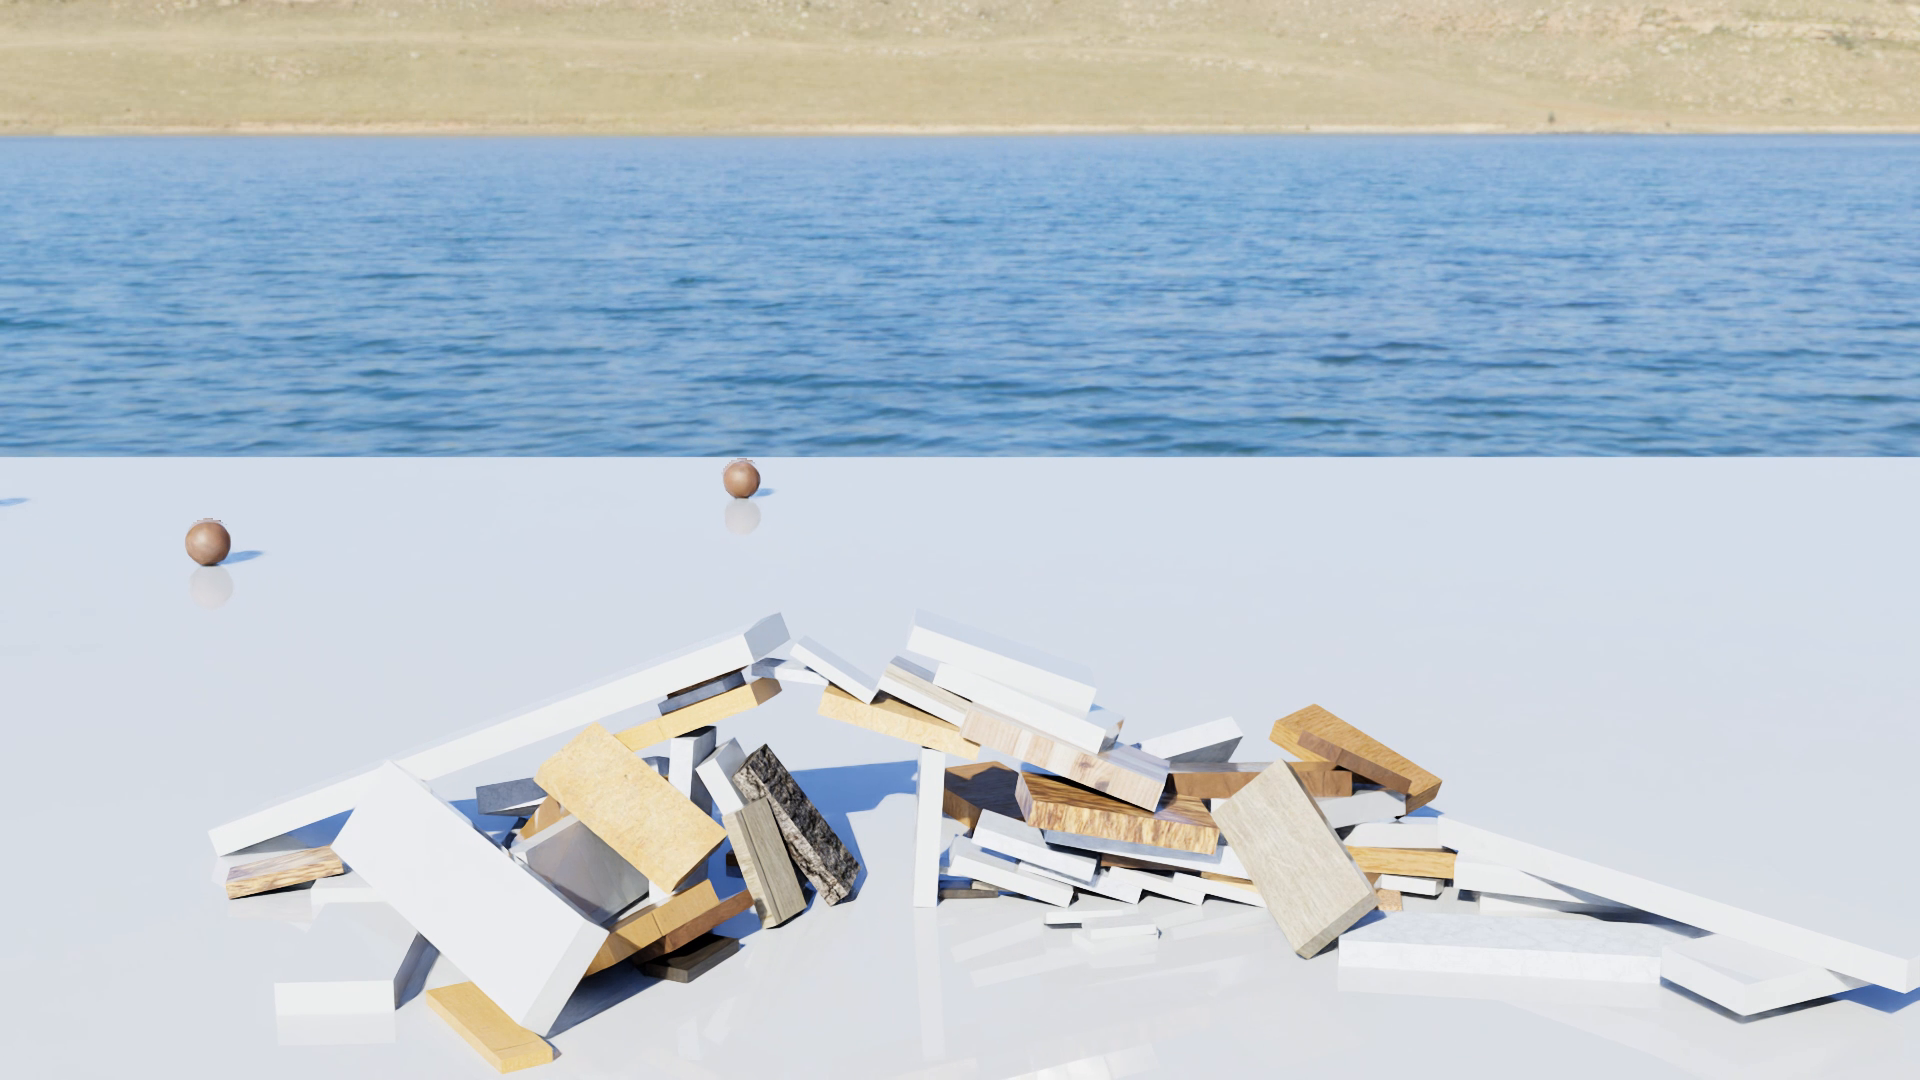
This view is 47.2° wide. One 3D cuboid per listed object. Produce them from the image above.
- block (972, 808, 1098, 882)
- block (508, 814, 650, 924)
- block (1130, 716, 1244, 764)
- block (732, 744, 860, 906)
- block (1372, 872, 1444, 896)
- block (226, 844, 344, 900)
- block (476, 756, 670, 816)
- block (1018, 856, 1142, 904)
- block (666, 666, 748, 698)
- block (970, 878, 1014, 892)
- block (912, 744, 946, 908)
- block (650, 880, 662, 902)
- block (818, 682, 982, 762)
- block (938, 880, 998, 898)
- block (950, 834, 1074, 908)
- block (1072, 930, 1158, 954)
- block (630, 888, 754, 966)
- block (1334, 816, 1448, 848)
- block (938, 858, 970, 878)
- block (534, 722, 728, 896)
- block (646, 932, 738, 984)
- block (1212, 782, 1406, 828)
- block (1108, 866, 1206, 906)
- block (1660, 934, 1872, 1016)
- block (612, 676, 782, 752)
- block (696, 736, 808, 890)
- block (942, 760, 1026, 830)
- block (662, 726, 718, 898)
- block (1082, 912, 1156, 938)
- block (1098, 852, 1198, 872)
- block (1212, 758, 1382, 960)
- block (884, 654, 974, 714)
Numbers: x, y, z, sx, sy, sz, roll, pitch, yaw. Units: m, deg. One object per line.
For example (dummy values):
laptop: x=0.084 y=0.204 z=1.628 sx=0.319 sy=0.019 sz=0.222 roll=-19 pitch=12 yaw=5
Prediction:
block: x=0.125 y=0.502 z=3.622 sx=0.203 sy=0.029 sz=0.102 roll=18 pitch=11 yaw=4
block: x=-0.607 y=0.530 z=3.512 sx=0.048 sy=0.168 sz=0.337 roll=-10 pitch=6 yaw=22
block: x=0.338 y=0.404 z=3.844 sx=0.304 sy=0.152 sz=0.043 roll=-12 pitch=54 yaw=-29
block: x=-0.270 y=0.472 z=3.659 sx=0.038 sy=0.267 sz=0.134 roll=-36 pitch=4 yaw=12
block: x=0.722 y=0.569 z=3.675 sx=0.158 sy=0.022 sz=0.079 roll=5 pitch=-2 yaw=23
block: x=-1.132 y=0.555 z=3.696 sx=0.187 sy=0.027 sz=0.094 roll=-12 pitch=11 yaw=-11
block: x=-0.675 y=0.446 z=3.966 sx=0.346 sy=0.049 sz=0.173 roll=-11 pitch=-11 yaw=12
block: x=0.201 y=0.547 z=3.664 sx=0.203 sy=0.029 sz=0.102 roll=17 pitch=11 yaw=0
block: x=-0.428 y=0.232 z=3.716 sx=0.134 sy=0.019 sz=0.067 roll=-21 pitch=1 yaw=7
block: x=0.067 y=0.570 z=3.666 sx=0.096 sy=0.014 sz=0.048 roll=5 pitch=10 yaw=-7
block: x=-0.053 y=0.458 z=3.645 sx=0.038 sy=0.267 sz=0.134 roll=3 pitch=10 yaw=-3
block: x=-0.492 y=0.505 z=3.654 sx=0.024 sy=0.172 sz=0.086 roll=2 pitch=11 yaw=11
block: x=-0.093 y=0.290 z=3.606 sx=0.267 sy=0.038 sz=0.134 roll=17 pitch=9 yaw=1
block: x=0.013 y=0.582 z=3.665 sx=0.096 sy=0.014 sz=0.048 roll=1 pitch=10 yaw=-6
block: x=0.084 y=0.547 z=3.639 sx=0.203 sy=0.029 sz=0.102 roll=18 pitch=11 yaw=-5
block: x=0.244 y=0.622 z=3.452 sx=0.122 sy=0.017 sz=0.061 roll=-6 pitch=12 yaw=-29
block: x=-0.414 y=0.597 z=3.396 sx=0.095 sy=0.027 sz=0.191 roll=-27 pitch=-3 yaw=37
block: x=0.748 y=0.501 z=3.780 sx=0.277 sy=0.039 sz=0.139 roll=5 pitch=-2 yaw=-27
block: x=0.010 y=0.549 z=3.670 sx=0.096 sy=0.014 sz=0.048 roll=7 pitch=10 yaw=-1
block: x=-0.527 y=0.428 z=3.530 sx=0.287 sy=0.041 sz=0.144 roll=39 pitch=39 yaw=8
block: x=-0.408 y=0.637 z=3.359 sx=0.073 sy=0.021 sz=0.147 roll=5 pitch=12 yaw=25
block: x=0.588 y=0.447 z=3.690 sx=0.166 sy=0.047 sz=0.333 roll=-1 pitch=0 yaw=42
block: x=0.325 y=0.560 z=3.649 sx=0.159 sy=0.023 sz=0.080 roll=17 pitch=11 yaw=1
block: x=1.202 y=0.613 z=3.202 sx=0.321 sy=0.046 sz=0.161 roll=-6 pitch=13 yaw=-26
block: x=-0.439 y=0.289 z=3.646 sx=0.266 sy=0.038 sz=0.133 roll=-21 pitch=2 yaw=14
block: x=-0.338 y=0.467 z=3.654 sx=0.038 sy=0.266 sz=0.133 roll=-29 pitch=5 yaw=13
block: x=0.070 y=0.487 z=4.092 sx=0.170 sy=0.048 sz=0.339 roll=-5 pitch=12 yaw=-26
block: x=-0.450 y=0.450 z=3.658 sx=0.038 sy=0.266 sz=0.133 roll=5 pitch=7 yaw=10
block: x=0.249 y=0.605 z=3.452 sx=0.105 sy=0.015 sz=0.053 roll=-2 pitch=11 yaw=-13
block: x=0.312 y=0.520 z=3.641 sx=0.159 sy=0.023 sz=0.080 roll=4 pitch=11 yaw=-1
block: x=0.524 y=0.496 z=3.447 sx=0.042 sy=0.147 sz=0.293 roll=37 pitch=16 yaw=-44
block: x=-0.047 y=0.238 z=3.611 sx=0.152 sy=0.022 sz=0.076 roll=26 pitch=10 yaw=4
